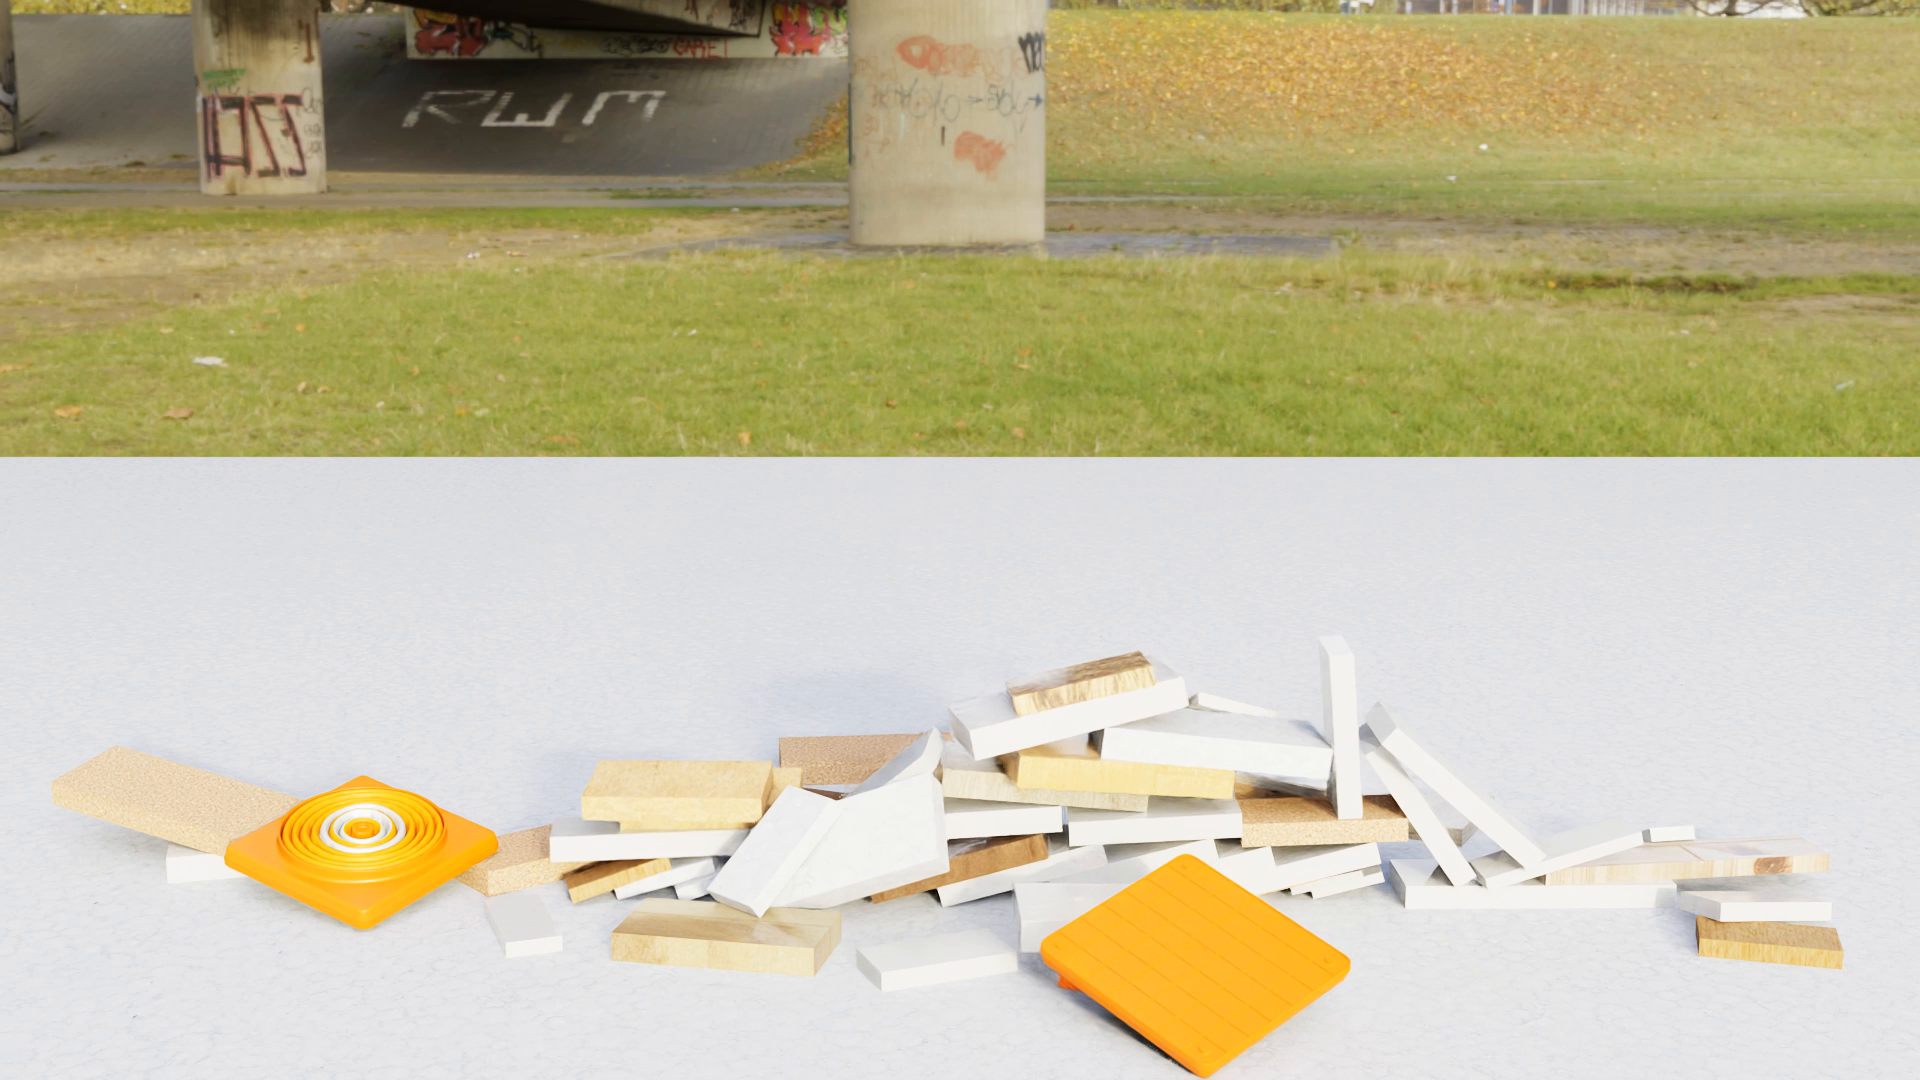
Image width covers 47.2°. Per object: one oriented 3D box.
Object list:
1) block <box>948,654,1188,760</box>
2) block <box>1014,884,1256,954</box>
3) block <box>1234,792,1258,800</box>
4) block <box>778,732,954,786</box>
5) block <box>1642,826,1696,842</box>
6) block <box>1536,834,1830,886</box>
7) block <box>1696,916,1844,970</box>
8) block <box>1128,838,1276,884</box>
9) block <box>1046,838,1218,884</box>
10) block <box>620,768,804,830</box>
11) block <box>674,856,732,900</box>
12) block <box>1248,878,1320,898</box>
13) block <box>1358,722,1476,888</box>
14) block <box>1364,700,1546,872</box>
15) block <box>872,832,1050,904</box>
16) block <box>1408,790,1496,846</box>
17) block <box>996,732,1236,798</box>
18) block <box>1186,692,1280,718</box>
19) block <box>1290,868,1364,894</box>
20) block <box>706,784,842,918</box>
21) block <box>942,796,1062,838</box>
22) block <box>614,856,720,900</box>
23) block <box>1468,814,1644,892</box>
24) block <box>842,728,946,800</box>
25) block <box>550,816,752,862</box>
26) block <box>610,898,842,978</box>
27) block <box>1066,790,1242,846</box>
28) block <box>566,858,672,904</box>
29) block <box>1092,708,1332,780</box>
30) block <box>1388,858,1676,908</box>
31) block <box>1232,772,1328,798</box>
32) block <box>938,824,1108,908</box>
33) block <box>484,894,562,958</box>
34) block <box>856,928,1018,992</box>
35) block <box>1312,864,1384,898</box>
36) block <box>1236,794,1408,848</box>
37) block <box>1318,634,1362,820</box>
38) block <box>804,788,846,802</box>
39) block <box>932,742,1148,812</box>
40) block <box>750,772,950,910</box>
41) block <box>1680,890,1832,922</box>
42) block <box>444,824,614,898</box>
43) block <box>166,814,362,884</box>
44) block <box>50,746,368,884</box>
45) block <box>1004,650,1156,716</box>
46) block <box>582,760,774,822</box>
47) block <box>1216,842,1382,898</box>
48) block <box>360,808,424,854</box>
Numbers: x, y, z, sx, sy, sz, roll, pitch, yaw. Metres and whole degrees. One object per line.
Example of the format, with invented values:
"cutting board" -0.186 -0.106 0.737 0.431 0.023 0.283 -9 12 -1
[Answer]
"block" 0.173 0.271 3.586 0.357 0.051 0.179 -13 11 -10
"block" 0.261 0.575 3.347 0.348 0.049 0.174 1 9 -3
"block" 0.473 0.500 3.841 0.228 0.114 0.032 8 14 37
"block" -0.182 0.435 4.370 0.348 0.049 0.174 -1 11 -6
"block" 1.193 0.519 3.797 0.080 0.023 0.159 -2 -16 -11
"block" 1.194 0.535 3.675 0.498 0.029 0.103 -2 11 -9
"block" 1.252 0.623 3.409 0.207 0.029 0.103 3 11 15
"block" 0.382 0.538 3.652 0.268 0.038 0.134 -15 10 5
"block" 0.285 0.525 3.653 0.280 0.040 0.140 -15 10 6
"block" -0.416 0.435 3.703 0.293 0.042 0.147 -1 18 0
"block" -0.392 0.554 3.658 0.168 0.024 0.084 -18 10 -10
"block" 0.534 0.563 3.658 0.120 0.017 0.060 -15 10 5
"block" 0.747 0.433 3.622 0.039 0.274 0.137 -34 9 8
"block" 0.801 0.398 3.567 0.337 0.037 0.130 40 10 -12
"block" -0.002 0.522 3.649 0.297 0.042 0.148 -15 10 4
"block" 0.894 0.506 4.031 0.114 0.032 0.228 6 12 27
"block" 0.251 0.364 3.602 0.357 0.051 0.179 4 10 -12
"block" 0.454 0.300 3.747 0.159 0.023 0.080 15 -29 -21
"block" 0.609 0.559 3.657 0.120 0.017 0.060 -14 10 11
"block" -0.295 0.494 3.501 0.109 0.031 0.219 11 53 44
"block" 0.013 0.448 3.634 0.297 0.042 0.148 -3 10 -2
"block" -0.488 0.554 3.670 0.168 0.024 0.084 -16 9 2
"block" 0.976 0.512 3.607 0.268 0.023 0.080 -16 15 -4
"block" -0.121 0.403 3.616 0.219 0.031 0.109 -39 10 20
"block" -0.461 0.494 3.693 0.440 0.042 0.147 -1 5 -7
"block" -0.360 0.615 3.412 0.321 0.046 0.161 2 11 12
"block" 0.317 0.456 3.629 0.280 0.040 0.140 -3 11 1
"block" -0.568 0.554 3.654 0.168 0.024 0.084 -18 9 -12
"block" 0.409 0.327 3.618 0.371 0.051 0.179 6 10 -4
"block" 0.949 0.571 3.663 0.443 0.039 0.137 0 11 -1
"block" 0.535 0.484 3.870 0.259 0.130 0.037 8 1 36
"block" 0.103 0.534 3.658 0.280 0.040 0.140 -15 10 4
"block" -0.694 0.611 3.489 0.087 0.025 0.206 -4 11 -21
"block" -0.036 0.636 3.335 0.219 0.031 0.109 -4 11 -22
"block" 0.642 0.566 3.665 0.120 0.017 0.060 -15 10 5
"block" 0.594 0.462 3.631 0.268 0.038 0.134 -2 11 2
"block" 0.624 0.306 3.608 0.039 0.274 0.137 -5 10 2
"block" -0.236 0.507 3.982 0.380 0.049 0.174 4 11 23
"block" 0.129 0.391 3.641 0.341 0.046 0.161 5 10 -8
"block" -0.179 0.494 3.512 0.321 0.046 0.161 -19 49 15
"block" 1.272 0.585 3.517 0.207 0.029 0.103 3 0 -17
"block" -0.711 0.542 3.806 0.318 0.045 0.159 -9 14 -39
"block" -1.209 0.537 3.832 0.318 0.045 0.159 -3 11 -16
"block" -1.304 0.471 3.816 0.548 0.045 0.159 12 24 20
"block" 0.193 0.231 3.551 0.228 0.032 0.114 -12 11 -4
"block" -0.464 0.414 3.636 0.293 0.042 0.147 0 18 3
"block" 0.553 0.530 3.648 0.268 0.038 0.134 -15 10 5
"block" -1.032 0.524 3.958 0.087 0.025 0.174 -6 12 -28
